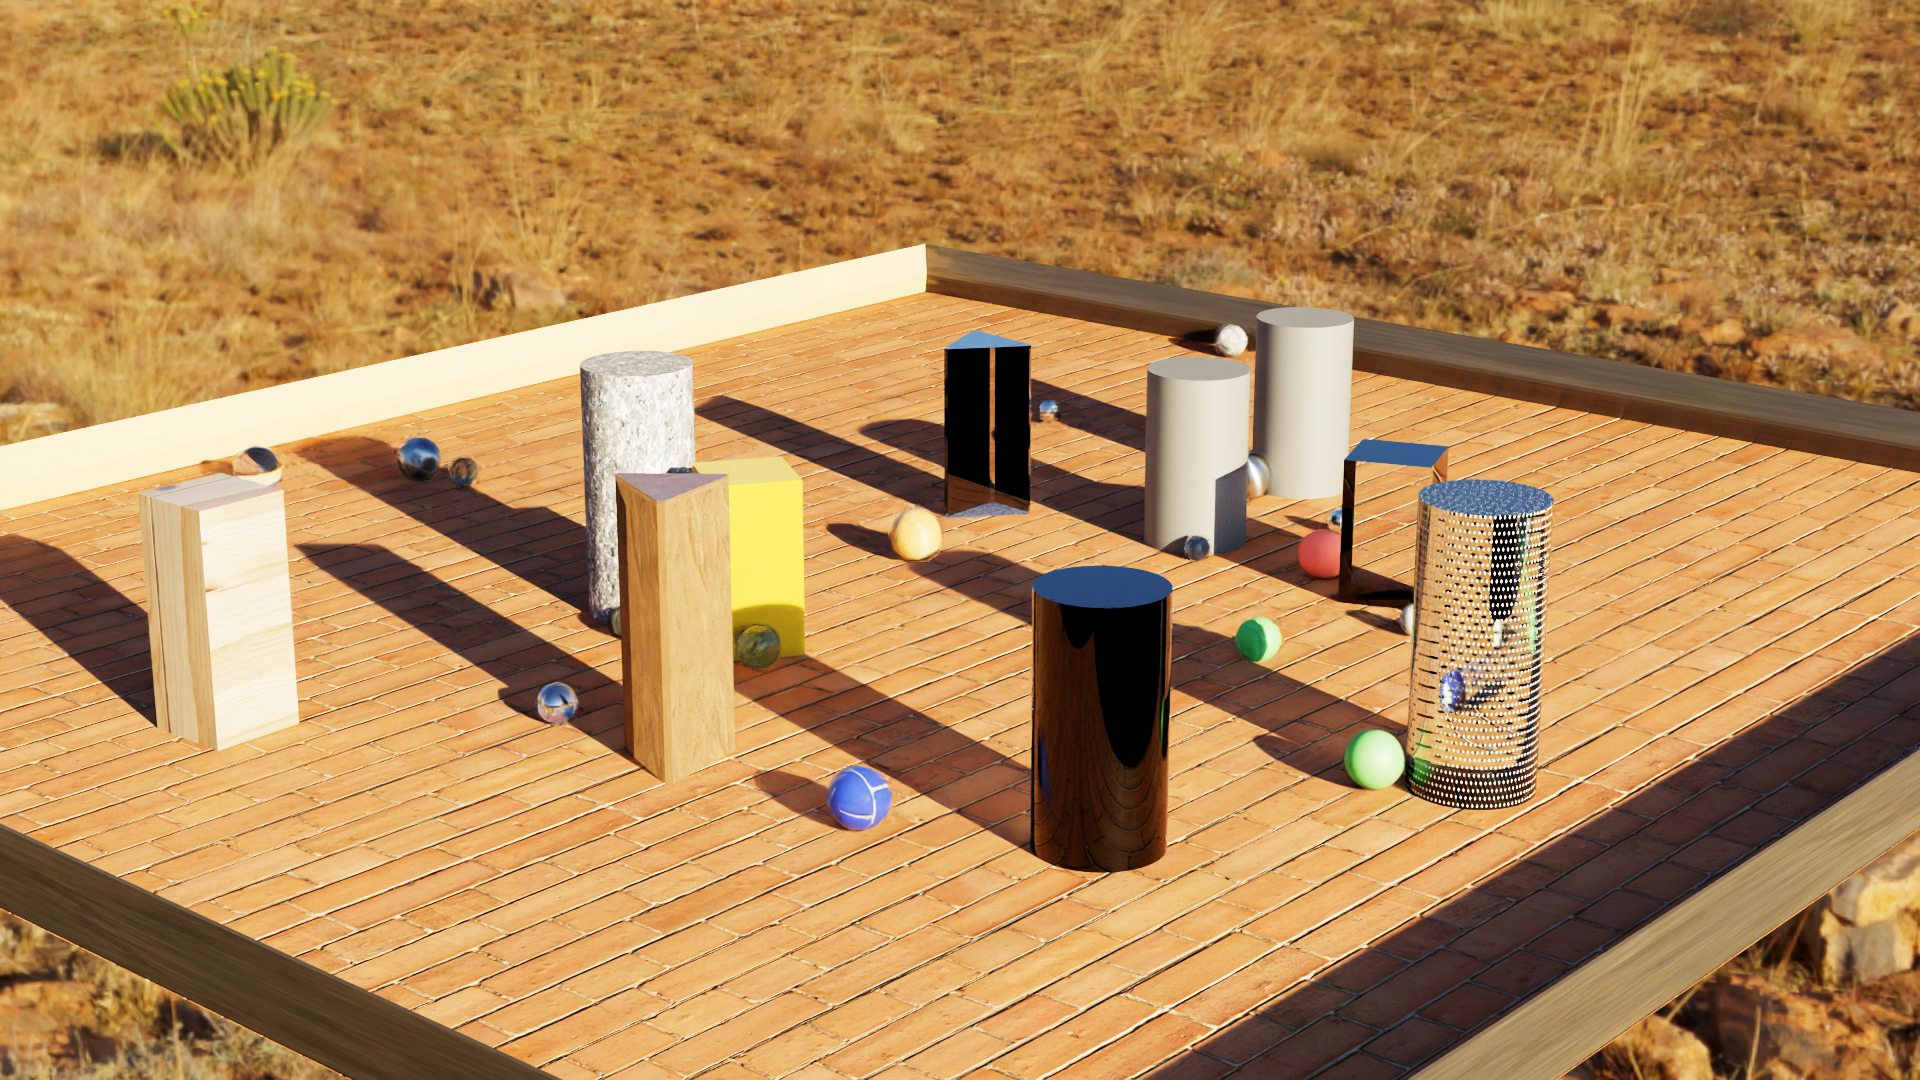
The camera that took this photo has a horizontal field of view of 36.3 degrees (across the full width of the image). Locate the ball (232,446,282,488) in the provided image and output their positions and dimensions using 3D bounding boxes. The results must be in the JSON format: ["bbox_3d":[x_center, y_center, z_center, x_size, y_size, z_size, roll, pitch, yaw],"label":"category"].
[{"bbox_3d":[-1.373,-0.137,5.729,0.094,0.094,0.094,0,17,0],"label":"ball"}]

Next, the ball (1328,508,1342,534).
[{"bbox_3d":[0.710,-0.035,5.467,0.049,0.049,0.049,0,17,0],"label":"ball"}]

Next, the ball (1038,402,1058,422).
[{"bbox_3d":[0.189,-0.274,6.266,0.045,0.045,0.045,0,17,0],"label":"ball"}]

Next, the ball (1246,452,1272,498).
[{"bbox_3d":[0.559,-0.126,5.695,0.091,0.091,0.091,0,17,0],"label":"ball"}]

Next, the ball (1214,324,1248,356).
[{"bbox_3d":[0.633,-0.466,6.847,0.075,0.075,0.075,0,17,0],"label":"ball"}]

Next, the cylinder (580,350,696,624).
[{"bbox_3d":[-0.543,-0.088,4.979,0.189,0.434,0.189,0,17,0],"label":"cylinder"}]

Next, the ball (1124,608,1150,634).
[{"bbox_3d":[0.296,0.136,4.915,0.042,0.042,0.042,0,17,0],"label":"ball"}]

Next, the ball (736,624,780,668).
[{"bbox_3d":[-0.327,0.171,4.747,0.072,0.072,0.072,0,17,0],"label":"ball"}]

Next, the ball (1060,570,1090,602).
[{"bbox_3d":[0.199,0.079,5.081,0.054,0.054,0.054,0,17,0],"label":"ball"}]

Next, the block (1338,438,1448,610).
[{"bbox_3d":[0.752,-0.027,5.086,0.151,0.256,0.151,6,18,19],"label":"block"}]

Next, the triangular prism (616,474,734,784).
[{"bbox_3d":[-0.441,0.119,4.304,0.141,0.428,0.163,10,19,30],"label":"triangular prism"}]

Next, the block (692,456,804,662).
[{"bbox_3d":[-0.348,0.031,4.820,0.151,0.298,0.151,-5,17,-15],"label":"block"}]

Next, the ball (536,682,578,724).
[{"bbox_3d":[-0.618,0.250,4.499,0.064,0.064,0.064,0,17,0],"label":"ball"}]

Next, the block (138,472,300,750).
[{"bbox_3d":[-1.121,0.107,4.440,0.151,0.373,0.151,14,21,38],"label":"block"}]

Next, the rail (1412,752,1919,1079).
[{"bbox_3d":[1.284,0.353,4.053,0.045,0.122,3.698,14,22,39],"label":"rail"}]

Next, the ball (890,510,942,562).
[{"bbox_3d":[-0.080,-0.009,5.303,0.094,0.094,0.094,0,17,0],"label":"ball"}]

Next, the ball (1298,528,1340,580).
[{"bbox_3d":[0.645,0.025,5.199,0.090,0.090,0.090,0,17,0],"label":"ball"}]

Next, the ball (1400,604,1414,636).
[{"bbox_3d":[0.763,0.133,4.901,0.056,0.056,0.056,0,17,0],"label":"ball"}]

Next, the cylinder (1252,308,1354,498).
[{"bbox_3d":[0.670,-0.270,5.742,0.189,0.340,0.189,0,17,0],"label":"cylinder"}]

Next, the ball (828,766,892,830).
[{"bbox_3d":[-0.140,0.361,4.089,0.090,0.090,0.090,0,17,0],"label":"ball"}]

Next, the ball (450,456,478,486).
[{"bbox_3d":[-0.980,-0.136,5.792,0.056,0.056,0.056,0,17,0],"label":"ball"}]

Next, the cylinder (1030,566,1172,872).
[{"bbox_3d":[0.191,0.242,3.988,0.189,0.376,0.189,0,17,0],"label":"cylinder"}]

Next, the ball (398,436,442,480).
[{"bbox_3d":[-1.074,-0.162,5.825,0.086,0.086,0.086,0,17,0],"label":"ball"}]

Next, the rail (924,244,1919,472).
[{"bbox_3d":[1.197,-0.368,6.440,3.449,0.122,0.045,14,22,39],"label":"rail"}]

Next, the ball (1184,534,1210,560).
[{"bbox_3d":[0.429,0.013,5.315,0.045,0.045,0.045,0,17,0],"label":"ball"}]

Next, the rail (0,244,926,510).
[{"bbox_3d":[-1.284,-0.292,6.188,0.045,0.122,3.698,14,22,39],"label":"rail"}]

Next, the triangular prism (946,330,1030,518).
[{"bbox_3d":[0.040,-0.225,5.612,0.163,0.329,0.141,-3,17,-10],"label":"triangular prism"}]

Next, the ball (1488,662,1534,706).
[{"bbox_3d":[0.860,0.225,4.573,0.070,0.070,0.070,0,17,0],"label":"ball"}]

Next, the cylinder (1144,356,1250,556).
[{"bbox_3d":[0.435,-0.156,5.388,0.189,0.327,0.189,0,17,0],"label":"cylinder"}]

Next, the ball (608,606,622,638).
[{"bbox_3d":[-0.559,0.137,4.892,0.054,0.054,0.054,0,17,0],"label":"ball"}]

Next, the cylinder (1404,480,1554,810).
[{"bbox_3d":[0.741,0.148,4.194,0.189,0.436,0.189,0,17,0],"label":"cylinder"}]

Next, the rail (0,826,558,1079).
[{"bbox_3d":[-1.197,0.429,3.801,3.449,0.122,0.045,14,22,39],"label":"rail"}]

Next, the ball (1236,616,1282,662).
[{"bbox_3d":[0.487,0.161,4.777,0.073,0.073,0.073,0,17,0],"label":"ball"}]

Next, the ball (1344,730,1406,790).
[{"bbox_3d":[0.599,0.318,4.237,0.087,0.087,0.087,0,17,0],"label":"ball"}]
